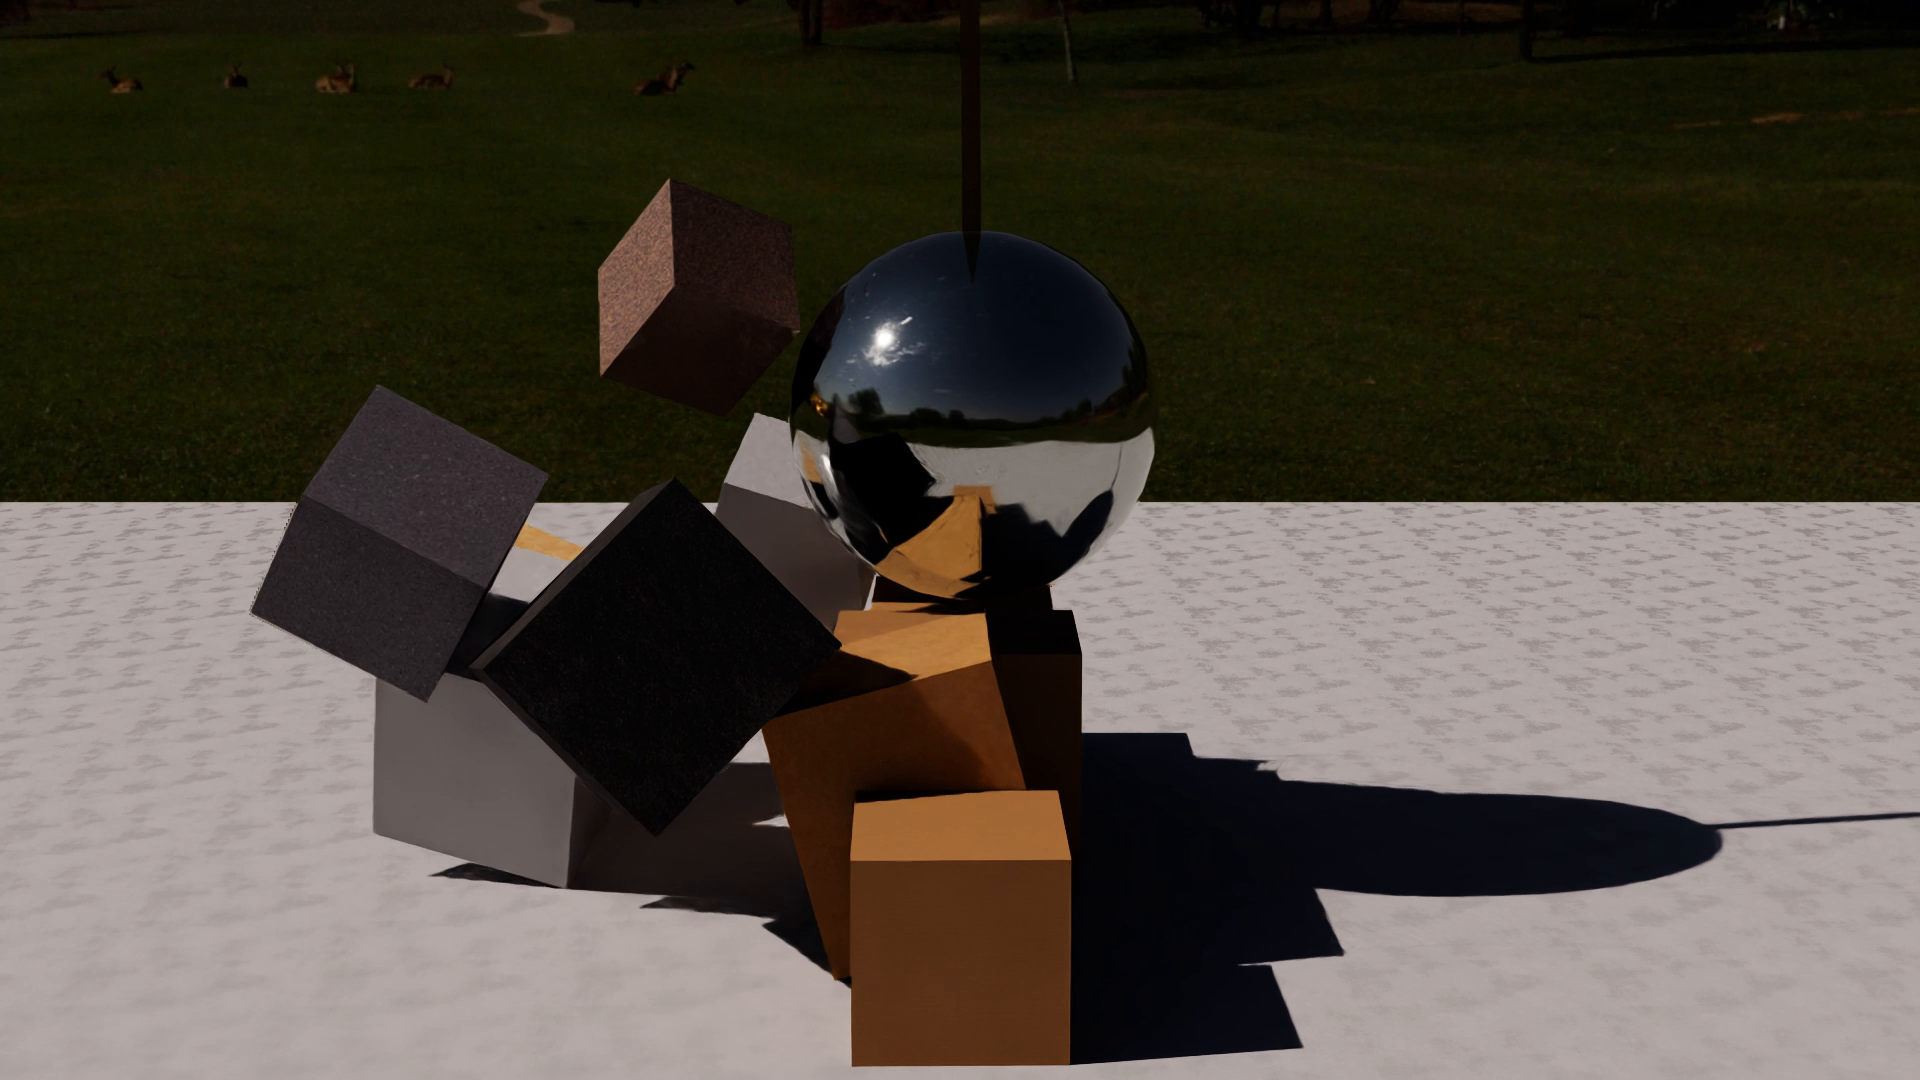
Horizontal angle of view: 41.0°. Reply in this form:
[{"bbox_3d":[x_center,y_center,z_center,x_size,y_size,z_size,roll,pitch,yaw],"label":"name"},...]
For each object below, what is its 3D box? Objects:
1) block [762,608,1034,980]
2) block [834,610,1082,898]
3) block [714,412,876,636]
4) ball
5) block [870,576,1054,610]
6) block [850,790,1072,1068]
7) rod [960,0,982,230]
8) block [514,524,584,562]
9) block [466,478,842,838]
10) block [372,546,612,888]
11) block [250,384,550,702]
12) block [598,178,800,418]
[{"bbox_3d":[-0.195,1.006,10.440,0.925,1.083,0.990,-15,10,2],"label":"block"},{"bbox_3d":[-0.017,0.933,11.429,1.070,1.076,0.915,0,10,0],"label":"block"},{"bbox_3d":[-0.771,-0.017,12.428,0.795,0.739,0.845,17,26,-1],"label":"block"},{"bbox_3d":[0.058,-0.538,11.083,1.600,1.600,1.600,0,10,0],"label":"ball"},{"bbox_3d":[0.010,0.779,12.342,0.848,1.053,0.921,0,10,0],"label":"block"},{"bbox_3d":[-0.005,1.429,9.561,0.782,0.768,0.890,0,10,-1],"label":"block"},{"bbox_3d":[0.025,-3.883,10.474,0.080,5.200,0.080,-1,10,0],"label":"rod"},{"bbox_3d":[-2.200,0.458,12.412,0.731,0.748,0.765,21,36,27],"label":"block"},{"bbox_3d":[-1.224,0.456,10.063,1.006,0.894,1.035,-46,9,-11],"label":"block"},{"bbox_3d":[-1.962,0.746,11.345,0.907,1.010,0.956,15,35,7],"label":"block"},{"bbox_3d":[-2.297,0.011,10.567,0.795,0.721,0.792,28,38,-8],"label":"block"},{"bbox_3d":[-1.175,-1.073,11.464,0.626,0.643,0.668,18,-44,-30],"label":"block"}]
